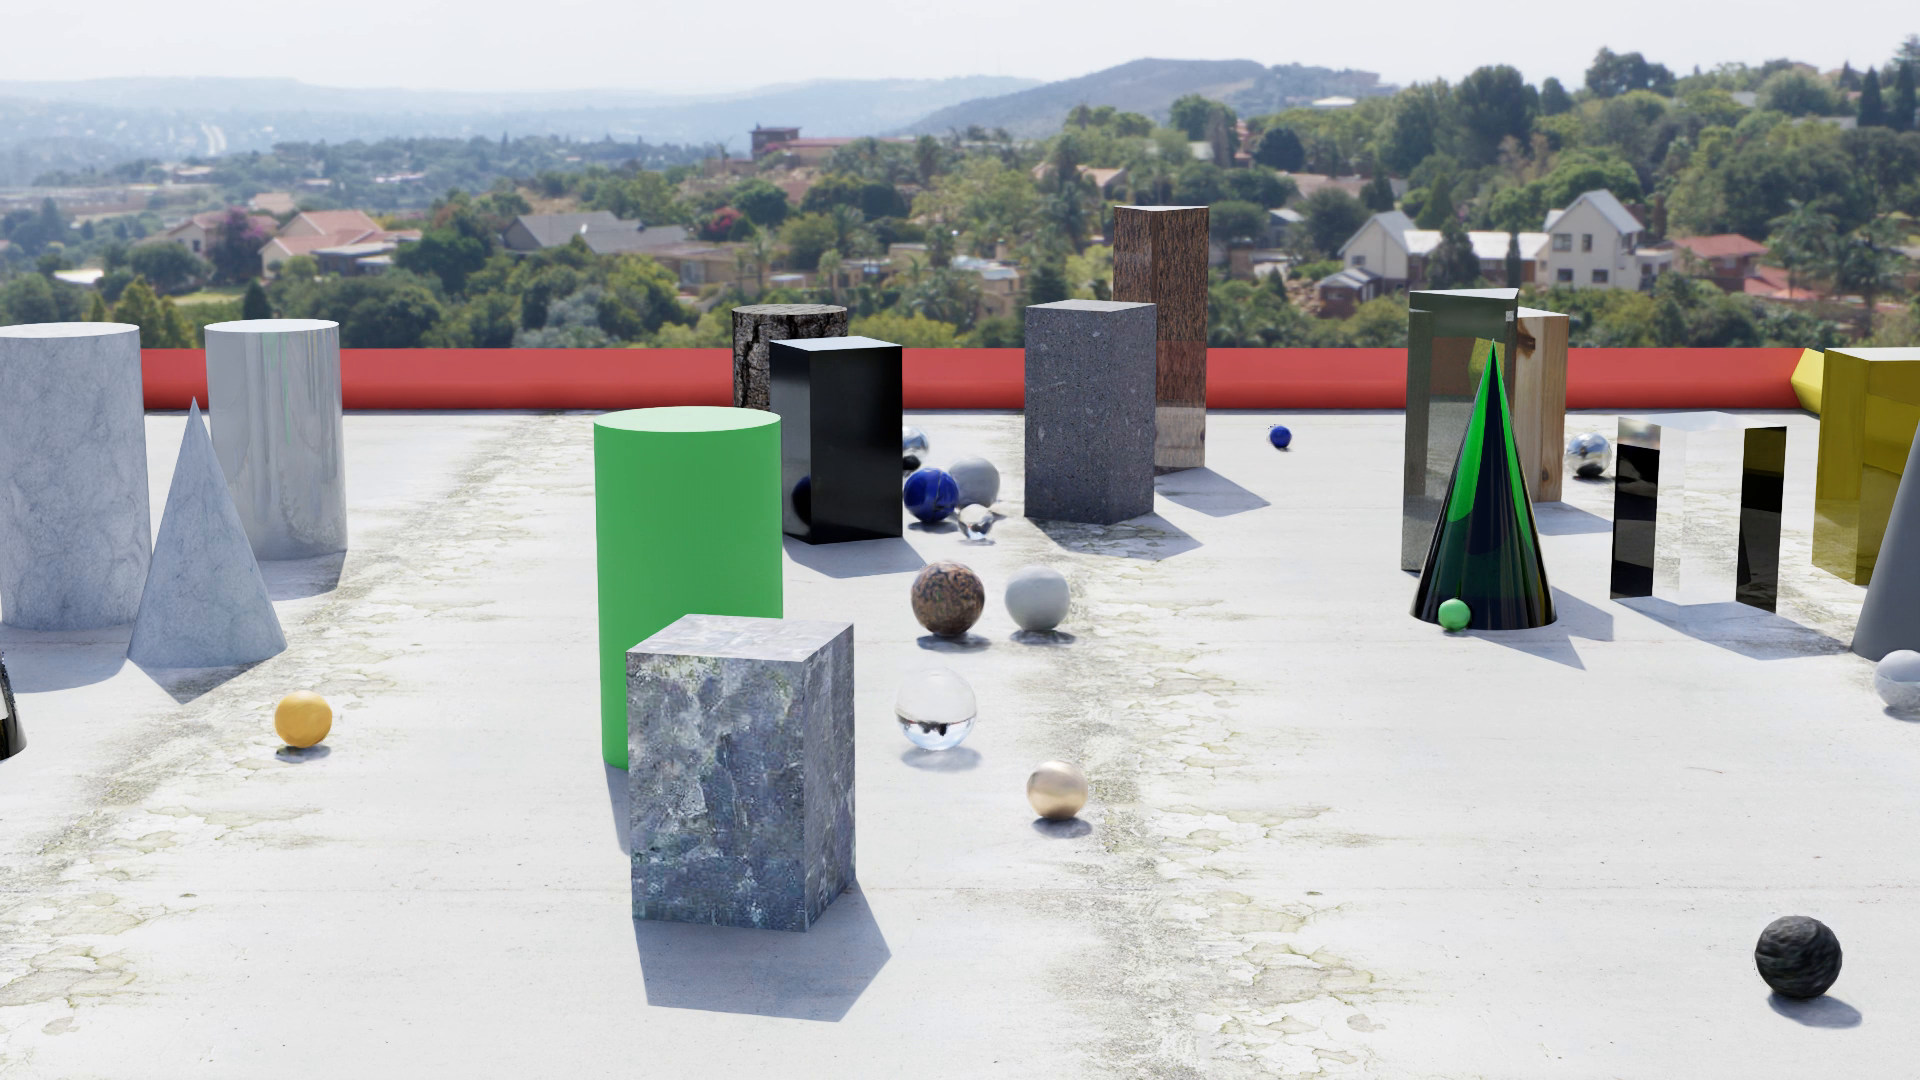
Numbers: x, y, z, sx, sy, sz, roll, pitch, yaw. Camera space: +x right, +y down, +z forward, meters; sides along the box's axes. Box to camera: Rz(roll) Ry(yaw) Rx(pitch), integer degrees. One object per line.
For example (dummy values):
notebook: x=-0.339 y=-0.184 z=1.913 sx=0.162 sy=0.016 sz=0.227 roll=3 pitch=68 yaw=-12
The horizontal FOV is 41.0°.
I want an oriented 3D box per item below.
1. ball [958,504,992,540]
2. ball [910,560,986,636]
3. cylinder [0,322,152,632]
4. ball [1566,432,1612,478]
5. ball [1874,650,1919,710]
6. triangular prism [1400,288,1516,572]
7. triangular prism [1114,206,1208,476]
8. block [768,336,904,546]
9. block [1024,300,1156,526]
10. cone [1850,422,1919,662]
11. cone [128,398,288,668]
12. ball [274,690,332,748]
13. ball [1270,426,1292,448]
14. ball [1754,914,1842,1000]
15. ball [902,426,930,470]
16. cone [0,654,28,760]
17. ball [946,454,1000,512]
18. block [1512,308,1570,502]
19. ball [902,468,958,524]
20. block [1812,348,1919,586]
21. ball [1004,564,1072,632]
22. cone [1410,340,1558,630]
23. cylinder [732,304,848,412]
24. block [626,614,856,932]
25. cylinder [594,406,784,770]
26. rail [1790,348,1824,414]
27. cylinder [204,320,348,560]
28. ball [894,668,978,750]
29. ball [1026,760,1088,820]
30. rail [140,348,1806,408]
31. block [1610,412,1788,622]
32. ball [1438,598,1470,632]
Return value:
ball: x=0.024 y=-0.028 z=3.977 sx=0.055 sy=0.055 sz=0.055 roll=0 pitch=11 yaw=0
ball: x=-0.016 y=0.075 z=3.304 sx=0.098 sy=0.098 sz=0.098 roll=0 pitch=11 yaw=0
cylinder: x=-1.179 y=-0.088 z=3.400 sx=0.195 sy=0.383 sz=0.195 roll=0 pitch=11 yaw=0
ball: x=1.122 y=-0.152 z=4.578 sx=0.080 sy=0.080 sz=0.080 roll=0 pitch=11 yaw=0
ball: x=1.079 y=0.160 z=2.929 sx=0.069 sy=0.069 sz=0.069 roll=0 pitch=11 yaw=0
triangular prism: x=0.755 y=-0.155 z=3.703 sx=0.169 sy=0.406 sz=0.147 roll=10 pitch=15 yaw=44
triangular prism: x=0.338 y=-0.365 z=4.653 sx=0.147 sy=0.473 sz=0.169 roll=8 pitch=13 yaw=38
block: x=-0.194 y=-0.158 z=4.012 sx=0.156 sy=0.299 sz=0.156 roll=-5 pitch=12 yaw=-27
block: x=0.212 y=-0.211 z=4.177 sx=0.156 sy=0.342 sz=0.156 roll=7 pitch=12 yaw=31
cone: x=1.217 y=-0.079 z=3.171 sx=0.195 sy=0.451 sz=0.195 roll=0 pitch=11 yaw=0
cone: x=-0.947 y=-0.020 z=3.201 sx=0.195 sy=0.323 sz=0.195 roll=0 pitch=11 yaw=0
ball: x=-0.709 y=0.193 z=2.768 sx=0.062 sy=0.062 sz=0.062 roll=0 pitch=11 yaw=0
ball: x=0.615 y=-0.198 z=4.925 sx=0.044 sy=0.044 sz=0.044 roll=0 pitch=11 yaw=0
ball: x=0.662 y=0.329 z=2.024 sx=0.066 sy=0.066 sz=0.066 roll=0 pitch=11 yaw=0
ball: x=-0.095 y=-0.167 z=4.656 sx=0.081 sy=0.081 sz=0.081 roll=0 pitch=11 yaw=0
cone: x=-1.106 y=-0.005 z=2.714 sx=0.195 sy=0.472 sz=0.195 roll=0 pitch=11 yaw=0
ball: x=0.019 y=-0.092 z=4.212 sx=0.096 sy=0.096 sz=0.096 roll=0 pitch=11 yaw=0
block: x=0.917 y=-0.229 z=4.352 sx=0.156 sy=0.314 sz=0.156 roll=-3 pitch=11 yaw=-18
ball: x=-0.048 y=-0.072 z=4.120 sx=0.090 sy=0.090 sz=0.090 roll=0 pitch=11 yaw=0
block: x=1.340 y=-0.108 z=3.686 sx=0.156 sy=0.320 sz=0.156 roll=-1 pitch=11 yaw=-4
ball: x=0.101 y=0.076 z=3.327 sx=0.088 sy=0.088 sz=0.088 roll=0 pitch=11 yaw=0
cone: x=0.701 y=-0.083 z=3.406 sx=0.195 sy=0.371 sz=0.195 roll=0 pitch=11 yaw=0
cylinder: x=-0.288 y=-0.235 z=4.372 sx=0.195 sy=0.318 sz=0.195 roll=0 pitch=11 yaw=0
block: x=-0.189 y=0.200 z=2.251 sx=0.156 sy=0.236 sz=0.156 roll=3 pitch=11 yaw=13
cylinder: x=-0.286 y=0.050 z=2.721 sx=0.195 sy=0.360 sz=0.195 roll=0 pitch=11 yaw=0
rail: x=1.801 y=0.031 z=3.459 sx=0.045 sy=0.127 sz=4.157 roll=0 pitch=11 yaw=0
cylinder: x=-1.032 y=-0.154 z=3.878 sx=0.195 sy=0.340 sz=0.195 roll=0 pitch=11 yaw=0
ball: x=-0.025 y=0.181 z=2.756 sx=0.089 sy=0.089 sz=0.089 roll=0 pitch=11 yaw=0
ball: x=0.094 y=0.244 z=2.501 sx=0.059 sy=0.059 sz=0.059 roll=0 pitch=11 yaw=0
rail: x=-0.012 y=-0.342 z=5.469 sx=3.649 sy=0.127 sz=0.045 roll=0 pitch=11 yaw=0
block: x=0.996 y=-0.035 z=3.467 sx=0.156 sy=0.254 sz=0.156 roll=-4 pitch=11 yaw=-19
ball: x=0.642 y=0.098 z=3.337 sx=0.042 sy=0.042 sz=0.042 roll=0 pitch=11 yaw=0
